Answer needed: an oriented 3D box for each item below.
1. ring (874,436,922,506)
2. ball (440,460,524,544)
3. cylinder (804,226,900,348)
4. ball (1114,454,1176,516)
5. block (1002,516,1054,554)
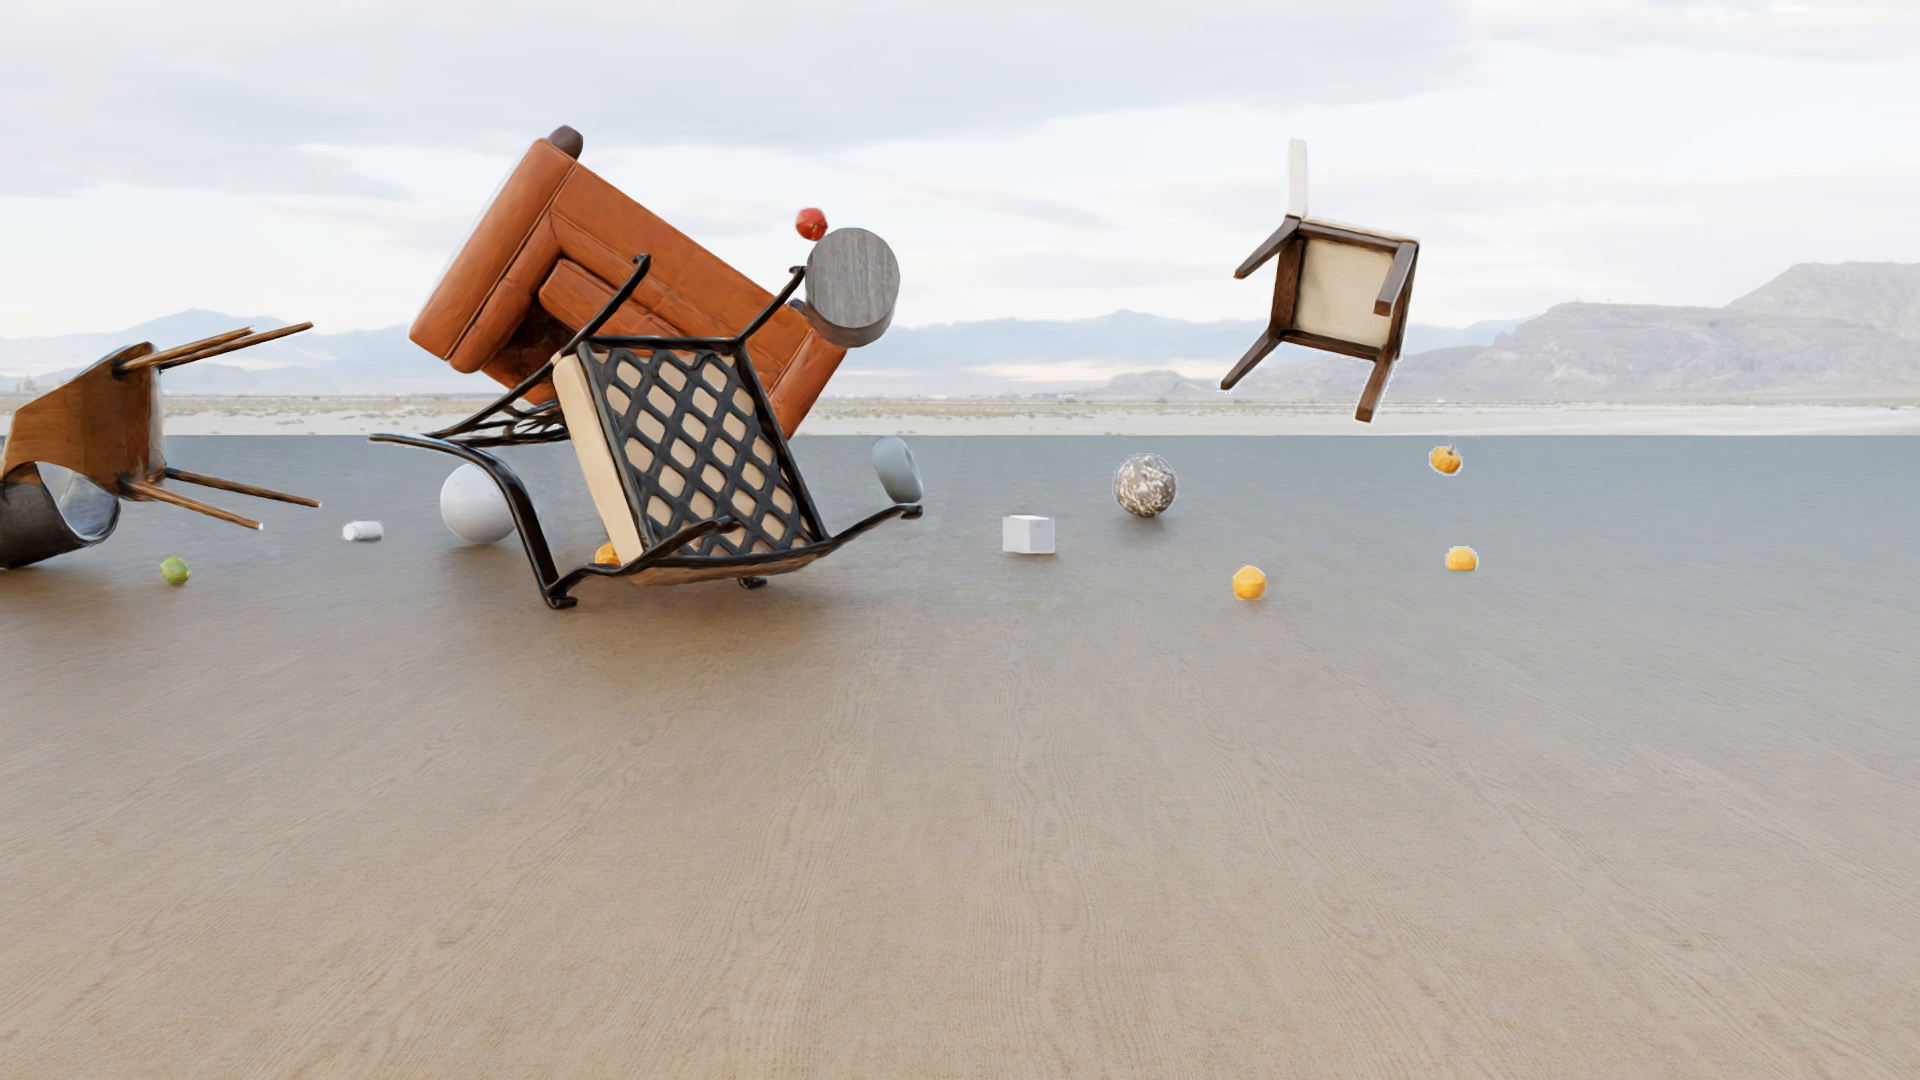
[{"bbox_3d":[-0.233,-0.260,8.283,0.120,0.275,0.362,-24,8,6],"label":"ring"},{"bbox_3d":[-1.384,-0.109,6.372,0.241,0.241,0.241,0,4,0],"label":"ball"},{"bbox_3d":[-0.297,-0.688,6.021,0.256,0.276,0.278,-3,-6,-4],"label":"cylinder"},{"bbox_3d":[0.651,-0.190,7.728,0.218,0.218,0.218,0,4,0],"label":"ball"},{"bbox_3d":[0.190,-0.015,6.072,0.080,0.094,0.140,-3,5,-30],"label":"block"}]
